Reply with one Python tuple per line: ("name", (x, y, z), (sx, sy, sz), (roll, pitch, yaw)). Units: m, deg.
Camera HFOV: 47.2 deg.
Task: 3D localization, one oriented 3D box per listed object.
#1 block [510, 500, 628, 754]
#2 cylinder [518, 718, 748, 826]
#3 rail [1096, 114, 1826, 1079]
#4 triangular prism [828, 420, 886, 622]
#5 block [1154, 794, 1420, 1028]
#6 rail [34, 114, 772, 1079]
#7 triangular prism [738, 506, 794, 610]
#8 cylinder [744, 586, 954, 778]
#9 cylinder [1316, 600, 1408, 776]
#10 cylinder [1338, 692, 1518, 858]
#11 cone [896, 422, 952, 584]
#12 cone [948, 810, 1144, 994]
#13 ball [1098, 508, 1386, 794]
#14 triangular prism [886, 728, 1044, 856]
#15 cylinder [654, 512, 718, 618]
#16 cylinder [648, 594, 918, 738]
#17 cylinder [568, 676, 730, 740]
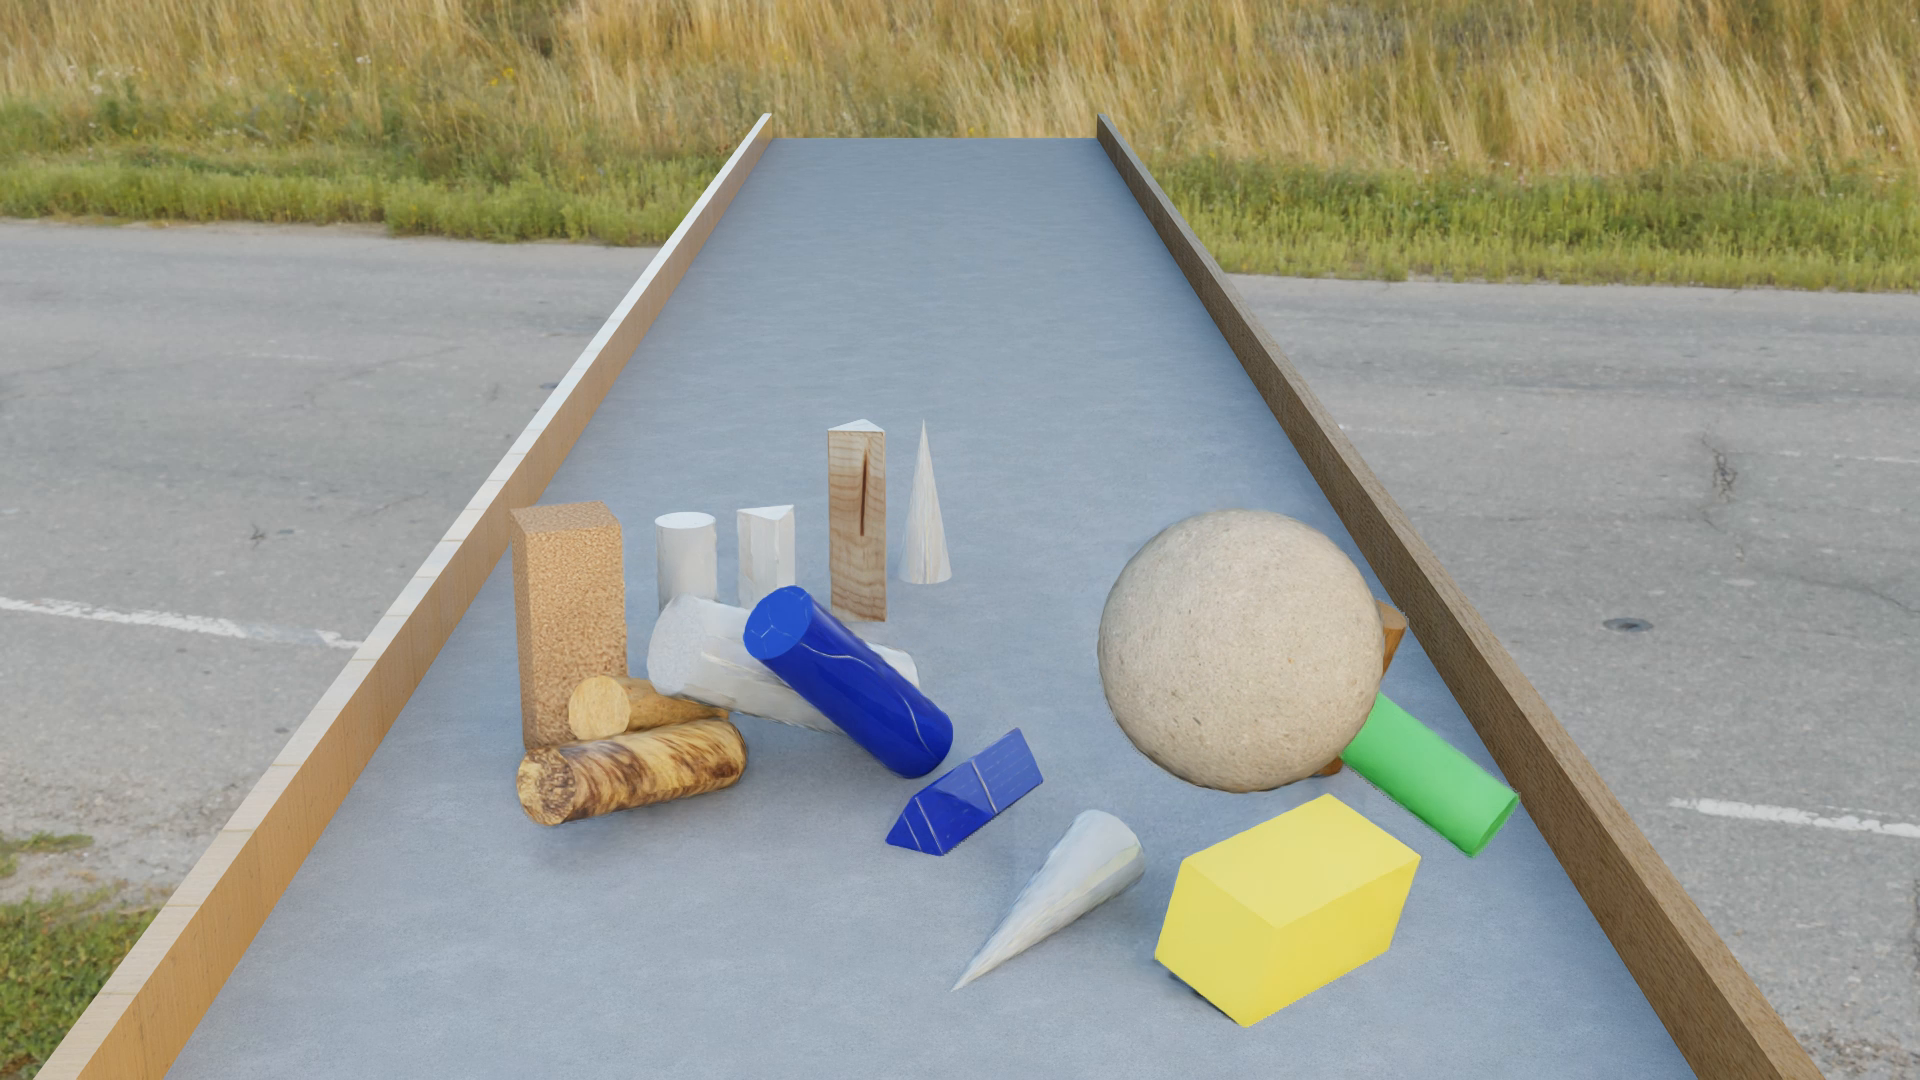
("block", (-0.683, 0.173, 3.867), (0.163, 0.444, 0.163), (-6, 18, -20))
("cylinder", (-0.529, 0.375, 3.604), (0.123, 0.123, 0.427), (11, 8, 32))
("rail", (0.932, -0.844, 7.801), (0.050, 0.150, 12.000), (0, 17, -1))
("triangular prism", (-0.209, -0.042, 4.640), (0.118, 0.414, 0.102), (2, 17, 6))
("block", (0.465, 0.518, 3.113), (0.330, 0.171, 0.171), (-15, 38, -42))
("rail", (-1.118, -0.838, 7.780), (0.050, 0.150, 12.000), (0, 17, -1))
("triangular prism", (-0.367, 0.087, 4.400), (0.113, 0.305, 0.098), (14, 22, 40))
("cylinder", (-0.182, 0.245, 3.707), (0.137, 0.137, 0.431), (17, -20, 44))
("cylinder", (0.666, 0.253, 3.814), (0.108, 0.301, 0.108), (16, 24, -8))
("cylinder", (0.655, 0.319, 3.301), (0.358, 0.116, 0.116), (38, 32, 21))
("cone", (-0.080, -0.095, 4.906), (0.125, 0.364, 0.125), (0, 17, 0))
("cone", (0.104, 0.557, 3.232), (0.139, 0.139, 0.416), (12, 30, 34))
("ball", (0.370, 0.145, 2.906), (0.377, 0.377, 0.377), (0, 17, 0))
("triangular prism", (0.013, 0.411, 3.678), (0.104, 0.090, 0.352), (10, 19, 28))
("cylinder", (-0.510, 0.136, 4.134), (0.112, 0.361, 0.112), (0, 17, 0))
("cylinder", (-0.305, 0.230, 3.843), (0.454, 0.177, 0.177), (17, 4, -37))
("cylinder", (-0.534, 0.300, 3.807), (0.118, 0.118, 0.355), (7, -3, 22))
